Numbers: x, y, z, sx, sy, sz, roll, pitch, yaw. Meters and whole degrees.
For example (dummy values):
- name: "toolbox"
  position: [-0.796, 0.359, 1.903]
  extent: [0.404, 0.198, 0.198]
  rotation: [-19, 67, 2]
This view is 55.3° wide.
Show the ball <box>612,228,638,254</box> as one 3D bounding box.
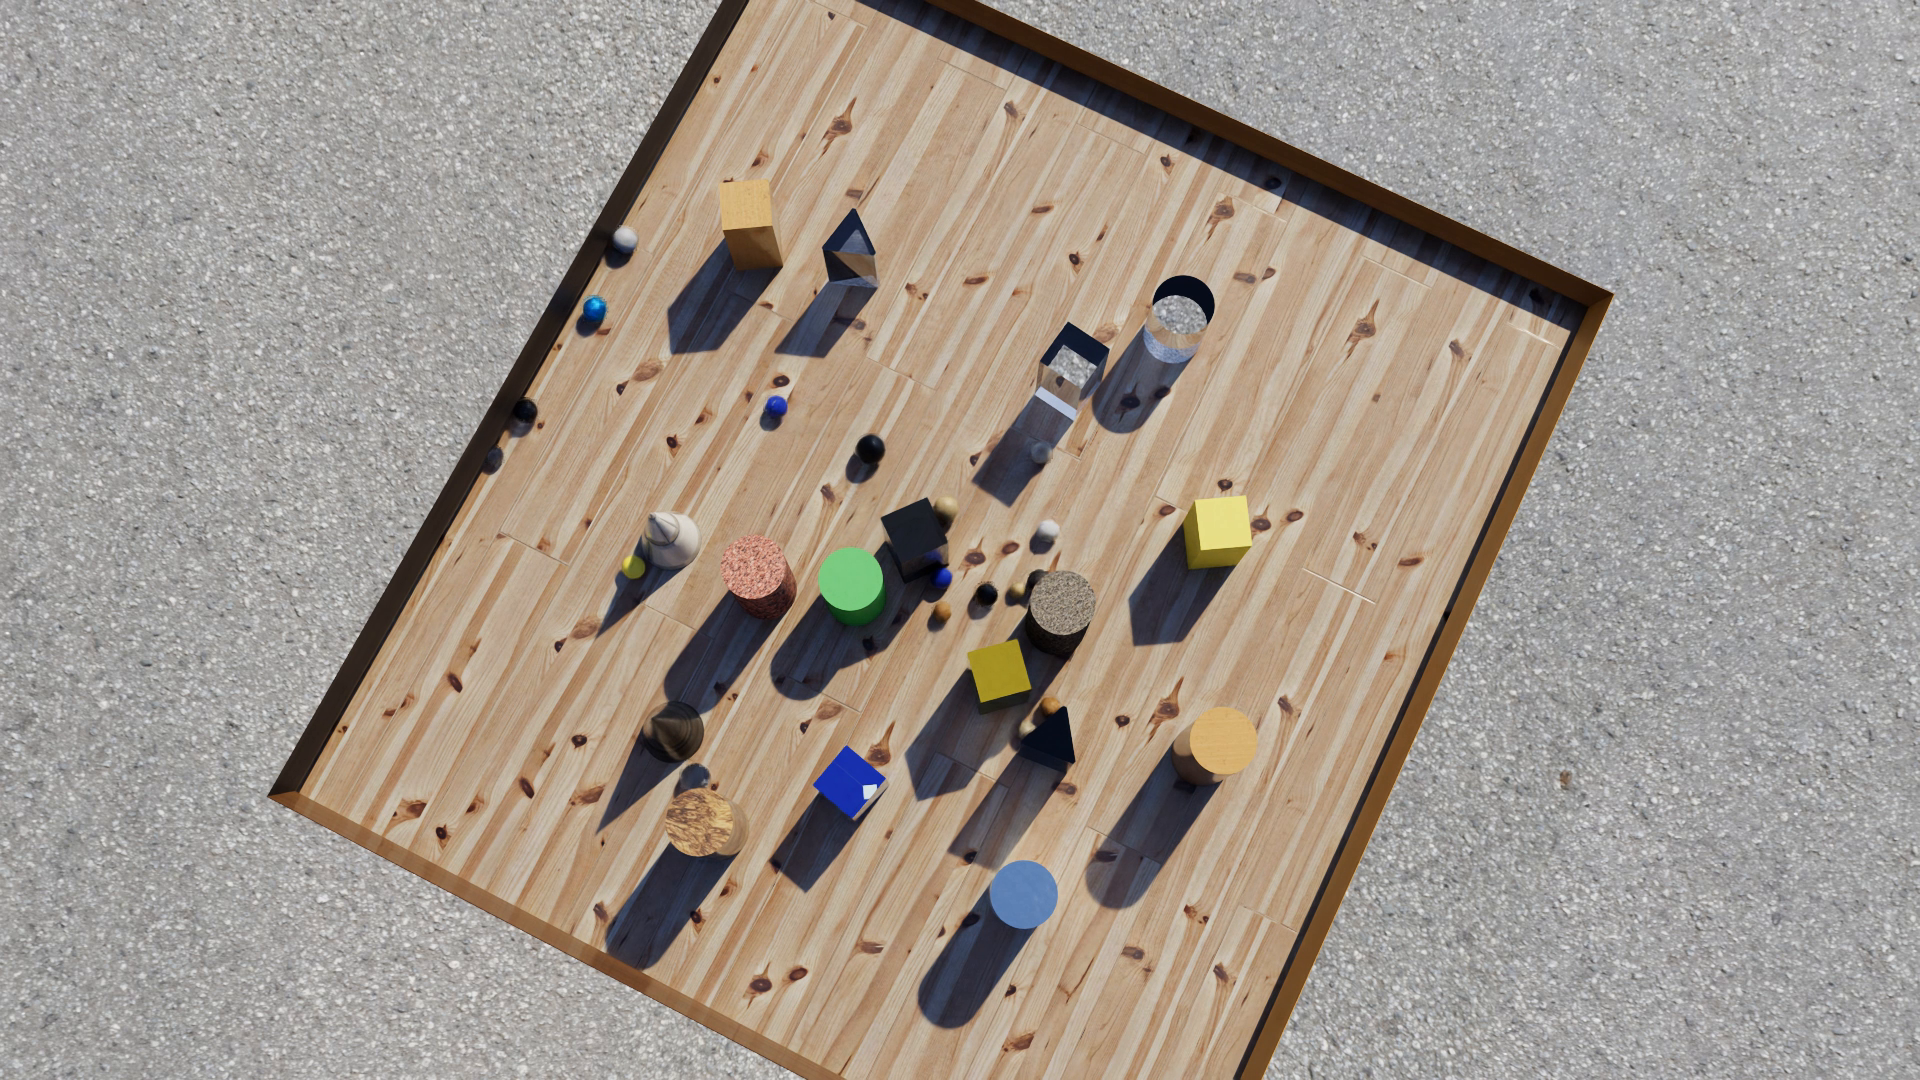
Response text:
- name: "ball"
  position: [-1.057, -0.944, 5.771]
  extent: [0.080, 0.080, 0.080]
  rotation: [0, 78, 0]

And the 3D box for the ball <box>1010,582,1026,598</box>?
- name: "ball"
  position: [0.176, 0.152, 5.560]
  extent: [0.048, 0.048, 0.048]
  rotation: [0, 78, 0]

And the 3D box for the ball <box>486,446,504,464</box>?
- name: "ball"
  position: [-1.432, -0.259, 5.642]
  extent: [0.055, 0.055, 0.055]
  rotation: [0, 78, 0]

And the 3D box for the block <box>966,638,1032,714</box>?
- name: "block"
  position: [0.111, 0.404, 5.365]
  extent: [0.149, 0.328, 0.149]
  rotation: [-15, 79, -3]

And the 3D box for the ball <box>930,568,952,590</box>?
- name: "ball"
  position: [-0.057, 0.116, 5.558]
  extent: [0.068, 0.068, 0.068]
  rotation: [0, 78, 0]

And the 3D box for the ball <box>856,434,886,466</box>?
- name: "ball"
  position: [-0.274, -0.276, 5.626]
  extent: [0.093, 0.093, 0.093]
  rotation: [0, 78, 0]

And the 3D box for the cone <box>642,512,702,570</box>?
- name: "cone"
  position: [-0.885, -0.038, 5.422]
  extent: [0.186, 0.395, 0.186]
  rotation: [0, 78, 0]

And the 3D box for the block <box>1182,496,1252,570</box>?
- name: "block"
  position: [0.765, -0.020, 5.466]
  extent: [0.149, 0.302, 0.149]
  rotation: [-5, 78, -1]

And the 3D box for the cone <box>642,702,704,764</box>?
- name: "cone"
  position: [-0.860, 0.536, 5.303]
  extent: [0.186, 0.396, 0.186]
  rotation: [0, 78, 0]

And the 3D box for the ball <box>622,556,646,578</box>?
- name: "ball"
  position: [-0.991, 0.081, 5.563]
  extent: [0.071, 0.071, 0.071]
  rotation: [0, 78, 0]

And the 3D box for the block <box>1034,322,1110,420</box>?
- name: "block"
  position: [0.336, -0.507, 5.542]
  extent: [0.149, 0.351, 0.149]
  rotation: [34, 80, 7]

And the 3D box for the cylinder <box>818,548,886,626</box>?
- name: "cylinder"
  position: [-0.317, 0.142, 5.440]
  extent: [0.186, 0.288, 0.186]
  rotation: [0, 78, 0]

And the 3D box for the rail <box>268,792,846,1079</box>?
- name: "rail"
  position: [-0.701, 1.380, 5.268]
  extent: [2.926, 0.121, 0.045]
  rotation: [26, 80, 5]

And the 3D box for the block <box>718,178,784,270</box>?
- name: "block"
  position: [-0.639, -0.966, 5.637]
  extent: [0.149, 0.351, 0.149]
  rotation: [-6, 78, -1]

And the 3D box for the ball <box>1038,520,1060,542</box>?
- name: "ball"
  position: [0.270, -0.028, 5.587]
  extent: [0.069, 0.069, 0.069]
  rotation: [0, 78, 0]

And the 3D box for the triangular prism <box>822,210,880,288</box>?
- name: "triangular prism"
  position: [-0.327, -0.903, 5.654]
  extent: [0.161, 0.293, 0.140]
  rotation: [6, 78, 1]

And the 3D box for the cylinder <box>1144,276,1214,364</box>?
- name: "cylinder"
  position: [0.668, -0.673, 5.608]
  extent: [0.186, 0.289, 0.186]
  rotation: [0, 78, 0]

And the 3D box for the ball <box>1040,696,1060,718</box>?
- name: "ball"
  position: [0.269, 0.500, 5.481]
  extent: [0.063, 0.063, 0.063]
  rotation: [0, 78, 0]

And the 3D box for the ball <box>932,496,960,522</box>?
- name: "ball"
  position: [-0.043, -0.094, 5.595]
  extent: [0.080, 0.080, 0.080]
  rotation: [0, 78, 0]

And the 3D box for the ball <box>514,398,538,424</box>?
- name: "ball"
  position: [-1.340, -0.399, 5.661]
  extent: [0.074, 0.074, 0.074]
  rotation: [0, 78, 0]

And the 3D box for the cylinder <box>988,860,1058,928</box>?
- name: "cylinder"
  position: [0.177, 1.012, 5.221]
  extent: [0.186, 0.364, 0.186]
  rotation: [0, 78, 0]

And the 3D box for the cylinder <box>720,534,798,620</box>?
- name: "cylinder"
  position: [-0.589, 0.114, 5.404]
  extent: [0.186, 0.370, 0.186]
  rotation: [0, 78, 0]

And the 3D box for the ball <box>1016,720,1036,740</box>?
- name: "ball"
  position: [0.198, 0.569, 5.469]
  extent: [0.059, 0.059, 0.059]
  rotation: [0, 78, 0]

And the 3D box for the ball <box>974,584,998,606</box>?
- name: "ball"
  position: [0.081, 0.166, 5.546]
  extent: [0.070, 0.070, 0.070]
  rotation: [0, 78, 0]

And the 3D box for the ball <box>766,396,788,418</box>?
- name: "ball"
  position: [-0.566, -0.412, 5.667]
  extent: [0.069, 0.069, 0.069]
  rotation: [0, 78, 0]

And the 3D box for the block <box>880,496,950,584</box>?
- name: "block"
  position: [-0.132, 0.005, 5.445]
  extent: [0.149, 0.333, 0.149]
  rotation: [-24, 79, -5]

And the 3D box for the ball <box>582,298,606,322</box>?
- name: "ball"
  position: [-1.142, -0.719, 5.727]
  extent: [0.074, 0.074, 0.074]
  rotation: [0, 78, 0]

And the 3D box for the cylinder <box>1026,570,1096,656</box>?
- name: "cylinder"
  position: [0.290, 0.217, 5.367]
  extent: [0.186, 0.401, 0.186]
  rotation: [0, 78, 0]

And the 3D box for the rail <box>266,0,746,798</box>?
- name: "rail"
  position: [-1.287, -0.624, 5.683]
  extent: [0.045, 0.121, 3.184]
  rotation: [26, 80, 5]

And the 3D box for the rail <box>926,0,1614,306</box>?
- name: "rail"
  position: [0.701, -1.367, 5.836]
  extent: [2.926, 0.121, 0.045]
  rotation: [26, 80, 5]

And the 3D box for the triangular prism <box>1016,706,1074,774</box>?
- name: "triangular prism"
  position: [0.270, 0.567, 5.313]
  extent: [0.161, 0.365, 0.140]
  rotation: [21, 79, 4]

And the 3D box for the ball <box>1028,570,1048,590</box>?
- name: "ball"
  position: [0.241, 0.128, 5.552]
  extent: [0.075, 0.075, 0.075]
  rotation: [0, 78, 0]

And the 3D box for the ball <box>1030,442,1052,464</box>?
- name: "ball"
  position: [0.250, -0.267, 5.638]
  extent: [0.065, 0.065, 0.065]
  rotation: [0, 78, 0]

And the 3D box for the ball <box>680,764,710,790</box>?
- name: "ball"
  position: [-0.782, 0.705, 5.426]
  extent: [0.088, 0.088, 0.088]
  rotation: [0, 78, 0]

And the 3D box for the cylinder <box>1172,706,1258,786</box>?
- name: "cylinder"
  position: [0.724, 0.598, 5.259]
  extent: [0.186, 0.457, 0.186]
  rotation: [0, 78, 0]

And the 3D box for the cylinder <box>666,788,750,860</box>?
- name: "cylinder"
  position: [-0.718, 0.817, 5.241]
  extent: [0.186, 0.404, 0.186]
  rotation: [0, 78, 0]

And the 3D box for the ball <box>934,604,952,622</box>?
- name: "ball"
  position: [-0.053, 0.220, 5.543]
  extent: [0.055, 0.055, 0.055]
  rotation: [0, 78, 0]

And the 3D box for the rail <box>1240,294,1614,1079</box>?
- name: "rail"
  position: [1.287, 0.637, 5.422]
  extent: [0.045, 0.121, 3.184]
  rotation: [26, 80, 5]

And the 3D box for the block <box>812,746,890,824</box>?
- name: "block"
  position: [-0.315, 0.714, 5.336]
  extent: [0.149, 0.260, 0.149]
  rotation: [39, 81, 7]
